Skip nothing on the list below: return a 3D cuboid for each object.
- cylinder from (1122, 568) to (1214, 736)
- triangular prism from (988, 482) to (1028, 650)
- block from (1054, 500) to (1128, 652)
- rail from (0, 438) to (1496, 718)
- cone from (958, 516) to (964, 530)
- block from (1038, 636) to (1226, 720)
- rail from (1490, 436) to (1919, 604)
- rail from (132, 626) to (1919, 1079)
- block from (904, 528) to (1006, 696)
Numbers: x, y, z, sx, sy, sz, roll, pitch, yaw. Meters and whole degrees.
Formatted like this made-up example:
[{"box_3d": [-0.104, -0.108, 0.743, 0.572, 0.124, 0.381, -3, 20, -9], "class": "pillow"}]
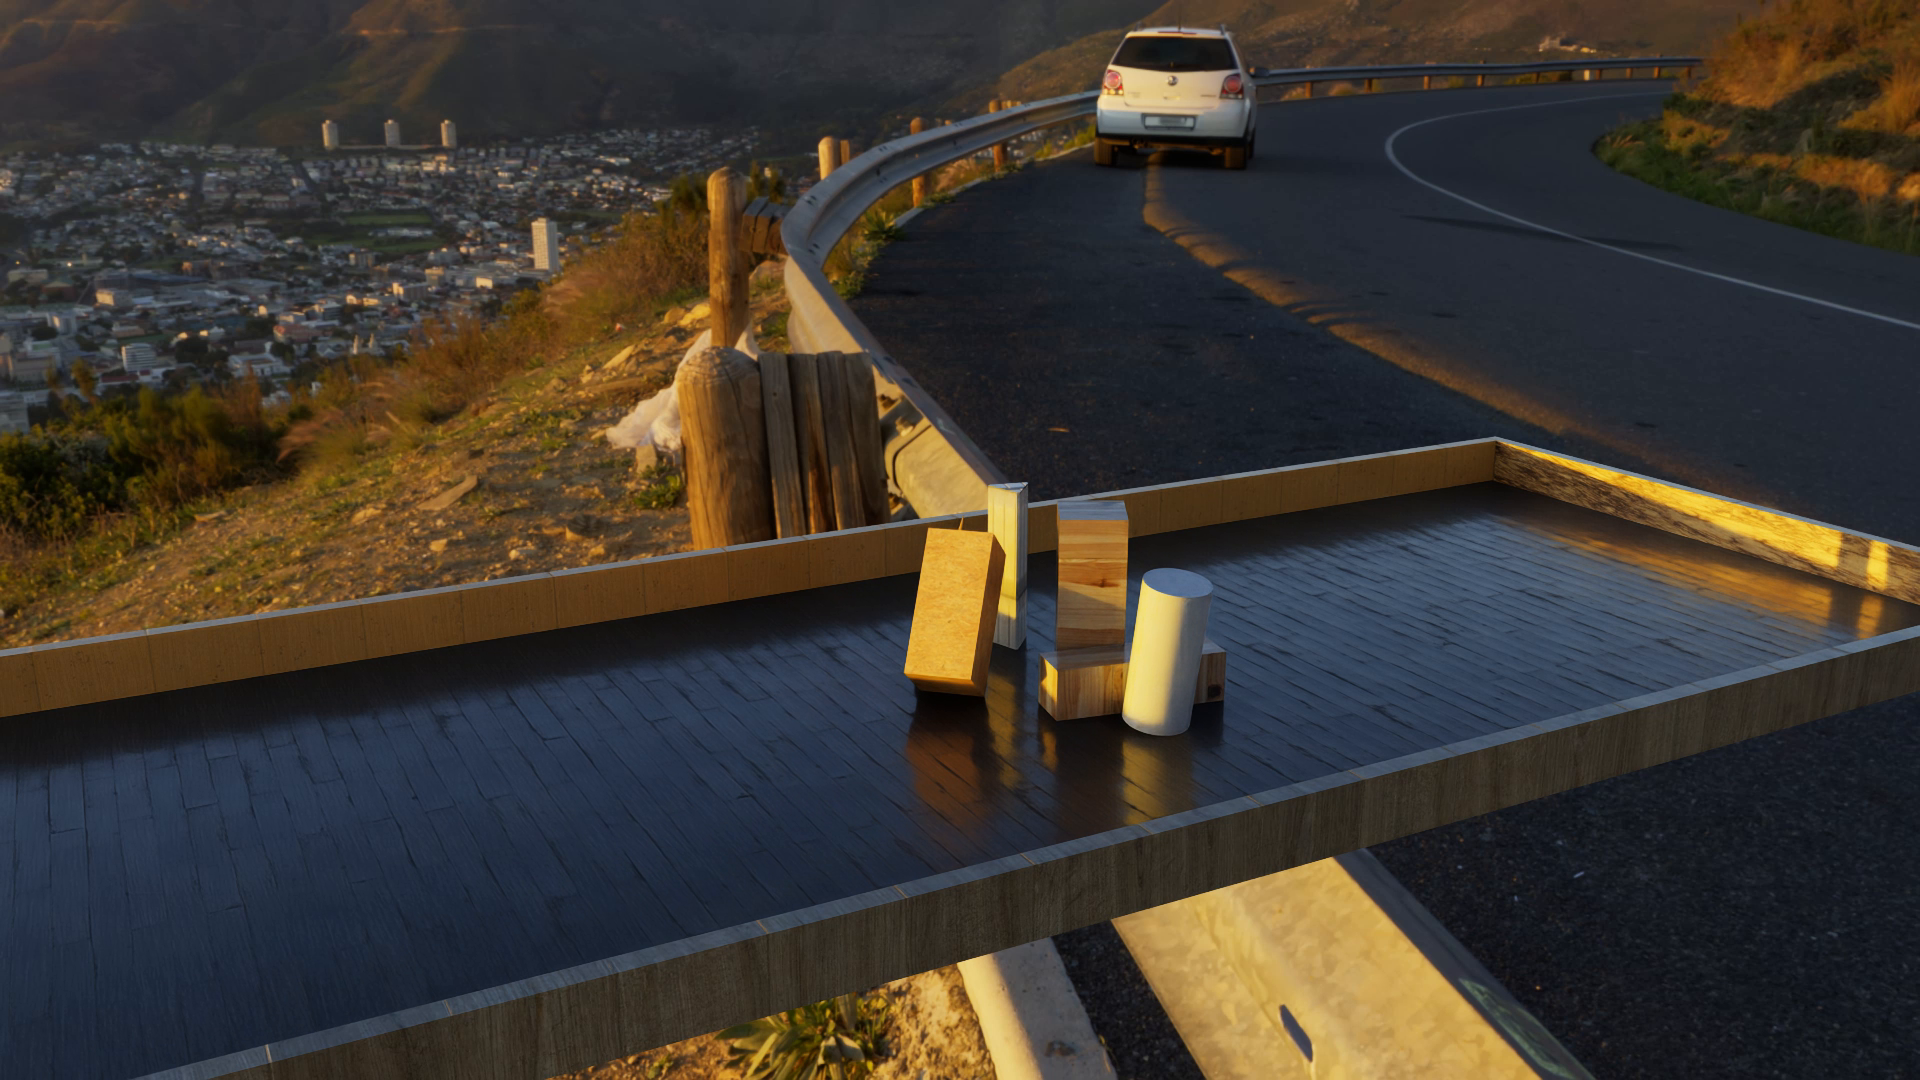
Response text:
[{"box_3d": [0.478, 0.259, 3.814, 0.161, 0.353, 0.161, 5, 23, -2], "class": "cylinder"}, {"box_3d": [0.145, 0.064, 4.375, 0.108, 0.430, 0.093, 16, 23, 43], "class": "triangular prism"}, {"box_3d": [0.323, 0.138, 4.094, 0.165, 0.443, 0.165, 0, 18, 1], "class": "block"}, {"box_3d": [-3.305, 0.497, 3.399, 12.000, 0.150, 0.050, -9, 18, -27], "class": "rail"}, {"box_3d": [-0.014, 0.123, 4.202, 0.160, 0.382, 0.160, 7, -5, 1], "class": "cone"}, {"box_3d": [0.417, 0.332, 4.001, 0.436, 0.126, 0.126, -5, 17, -17], "class": "block"}, {"box_3d": [2.466, -0.048, 5.253, 0.050, 0.150, 2.100, -9, 18, -27], "class": "rail"}, {"box_3d": [-2.336, 1.006, 1.665, 12.000, 0.150, 0.050, -9, 18, -27], "class": "rail"}, {"box_3d": [-0.009, 0.178, 4.047, 0.165, 0.370, 0.165, 4, -18, 15], "class": "block"}]
